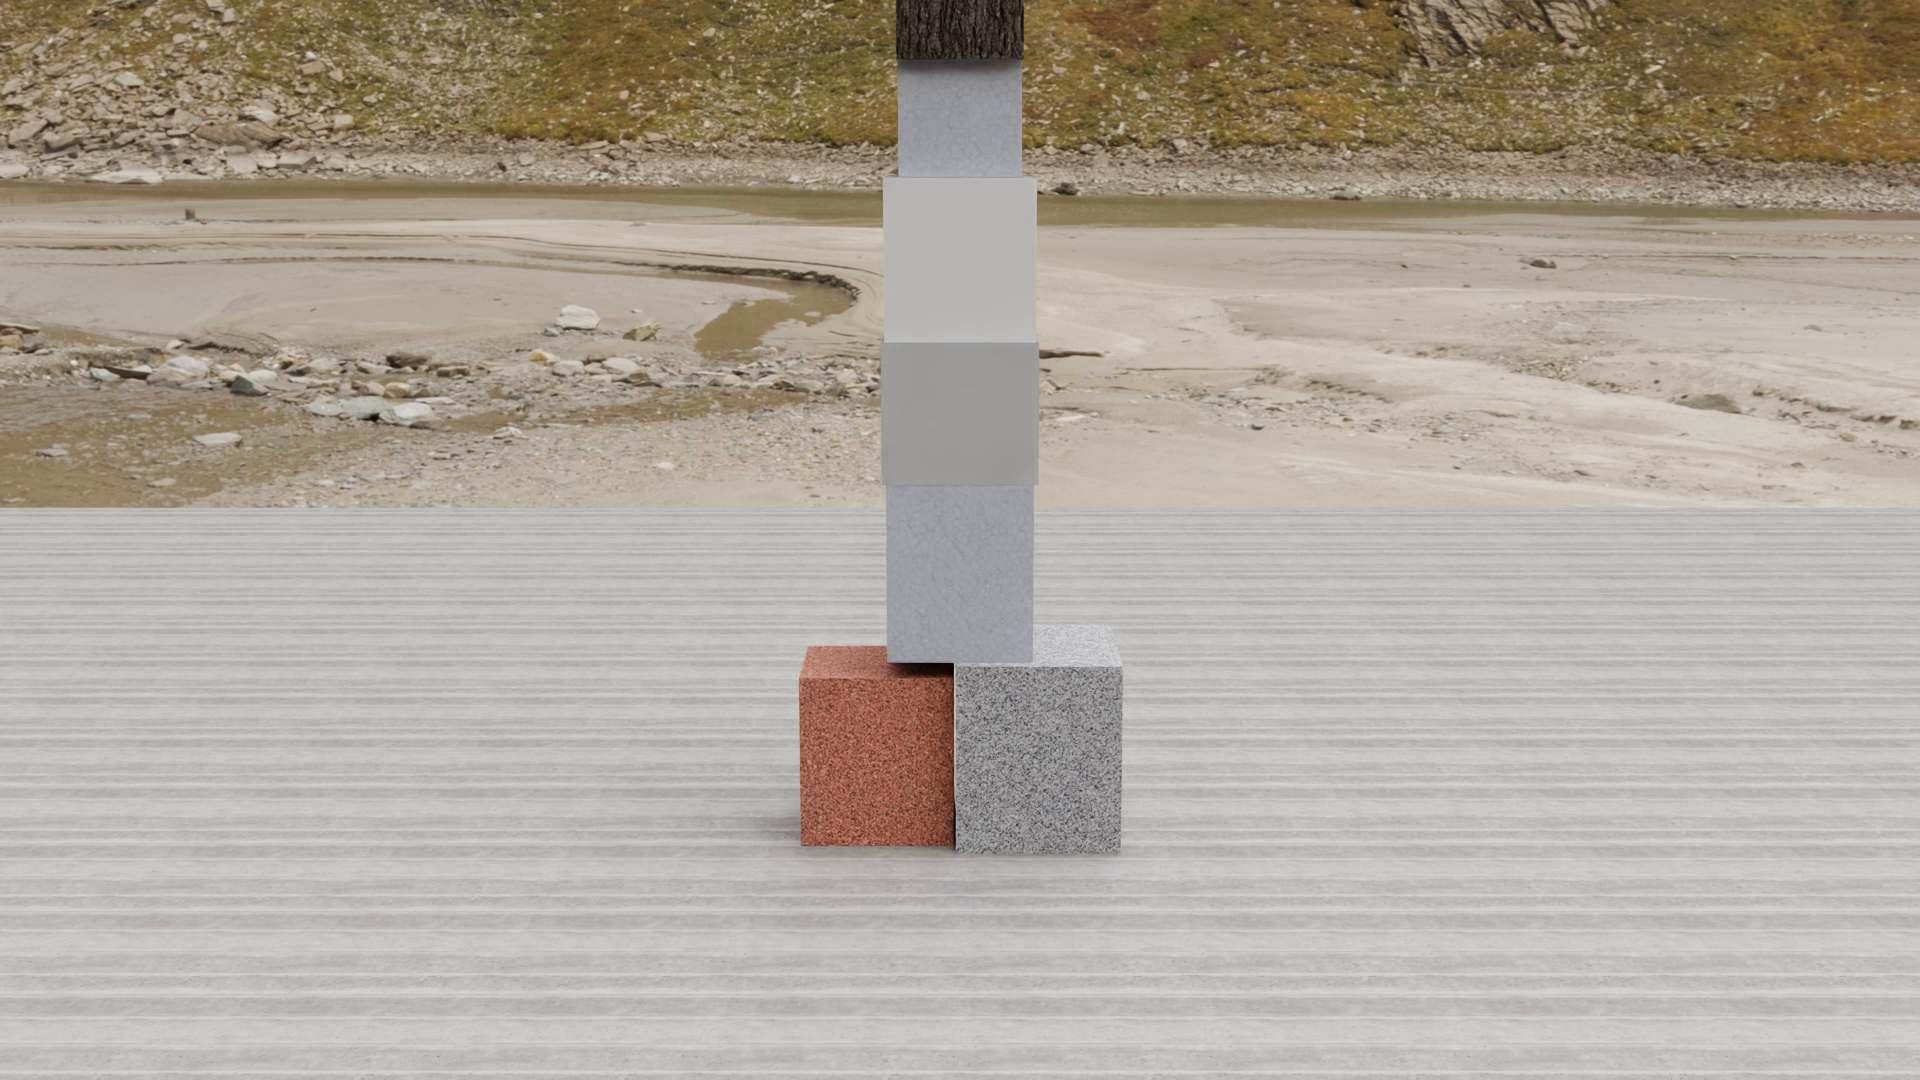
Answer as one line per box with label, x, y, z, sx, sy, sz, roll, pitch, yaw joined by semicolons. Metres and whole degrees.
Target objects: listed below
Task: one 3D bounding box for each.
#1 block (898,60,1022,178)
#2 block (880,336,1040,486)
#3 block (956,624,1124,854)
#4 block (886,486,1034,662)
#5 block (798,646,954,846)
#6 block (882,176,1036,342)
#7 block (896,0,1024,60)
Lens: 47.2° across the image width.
block;0.000;-2.068;10.808;0.593;0.555;0.560;0;10;0
block;0.000;-0.686;11.074;0.764;0.696;0.867;0;10;0
block;0.390;1.008;11.346;0.822;0.958;0.948;0;10;0
block;0.000;0.093;11.214;0.723;0.888;0.855;0;10;0
block;-0.416;1.051;11.353;0.770;0.869;0.710;0;10;0
block;0.000;-1.410;10.923;0.734;0.782;0.761;0;10;0
block;0.000;-2.634;10.685;0.604;0.603;0.647;0;10;0
